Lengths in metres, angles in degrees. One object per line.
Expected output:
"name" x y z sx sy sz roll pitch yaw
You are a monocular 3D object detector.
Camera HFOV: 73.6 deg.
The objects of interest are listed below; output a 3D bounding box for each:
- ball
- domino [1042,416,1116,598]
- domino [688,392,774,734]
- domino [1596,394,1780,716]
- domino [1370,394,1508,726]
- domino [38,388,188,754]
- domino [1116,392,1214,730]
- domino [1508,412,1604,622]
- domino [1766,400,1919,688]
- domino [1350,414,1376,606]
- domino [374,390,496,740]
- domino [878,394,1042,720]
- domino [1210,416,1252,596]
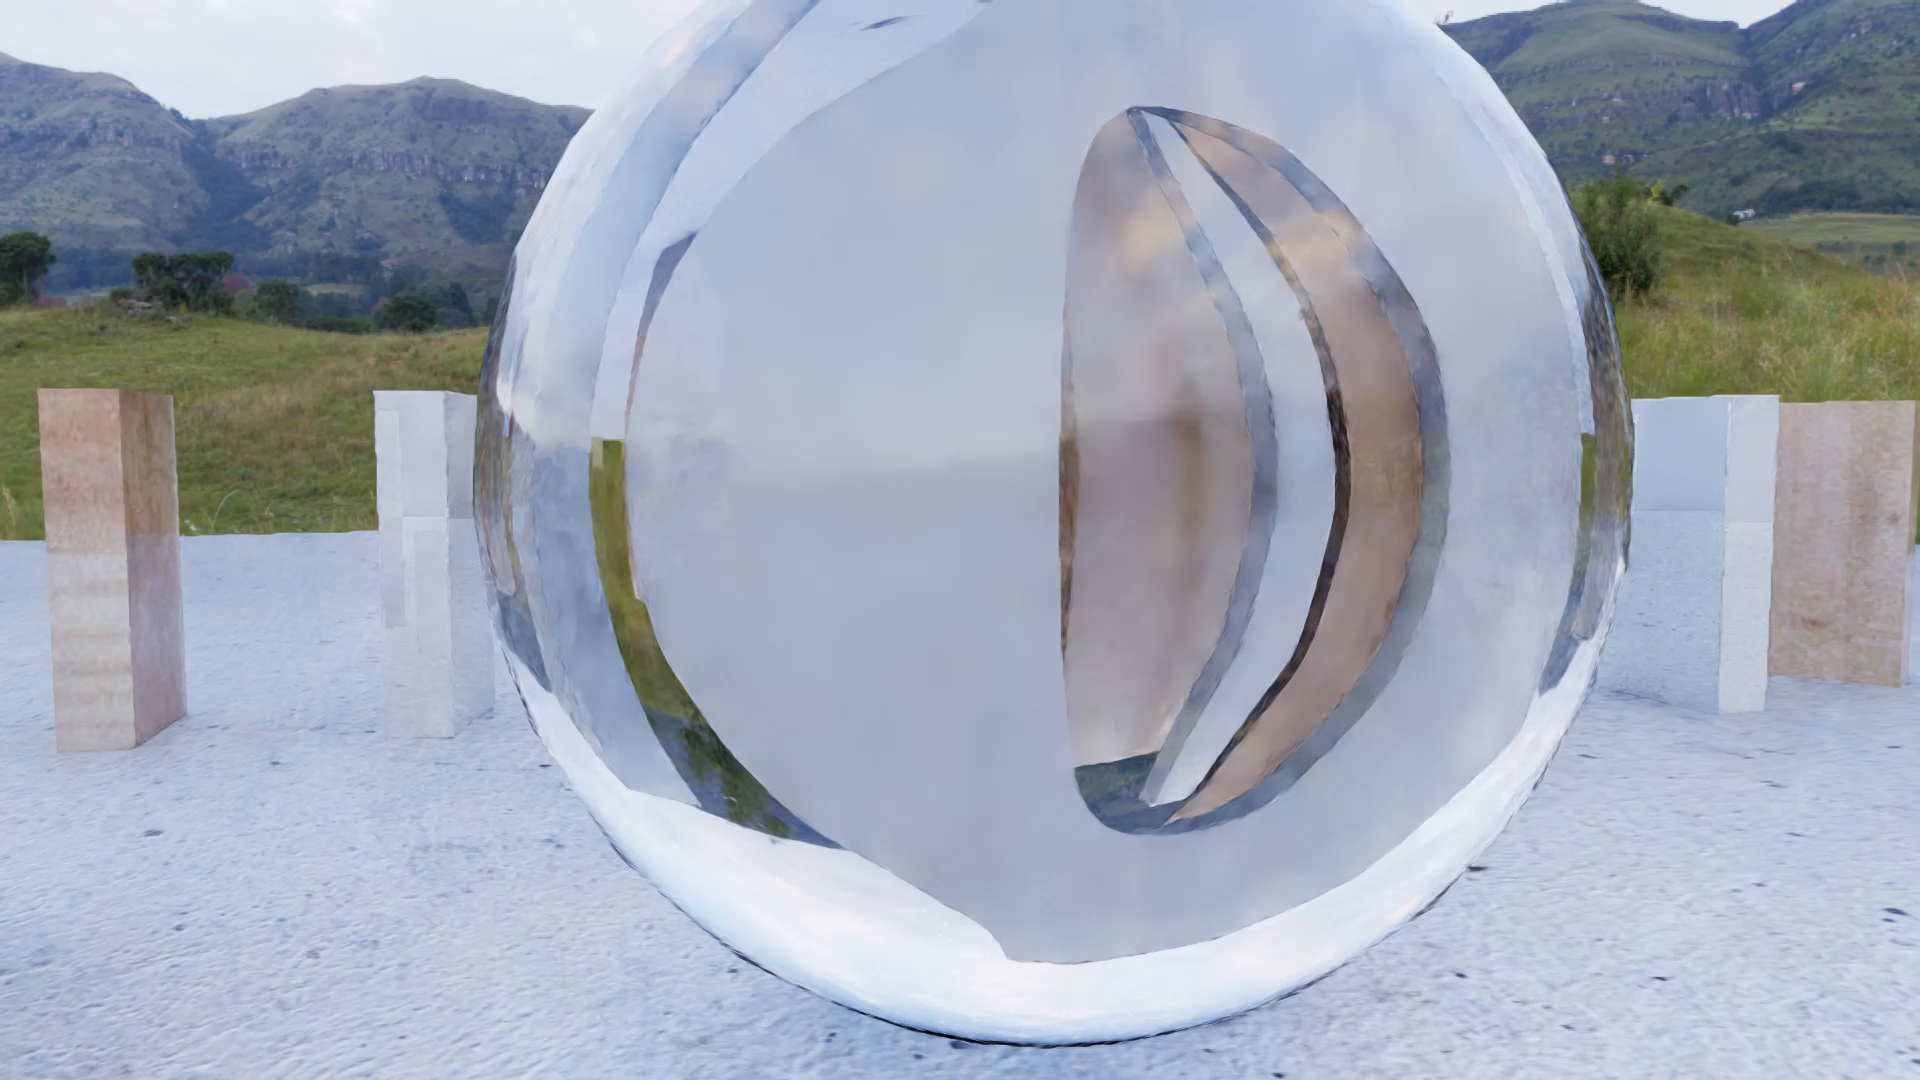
"ball" 0.006 -0.005 0.097 0.080 0.080 0.080 0 4 0
"domino" 0.034 -0.010 0.368 0.010 0.050 0.025 -2 5 -26
"domino" -0.035 0.003 0.200 0.009 0.050 0.025 0 4 -2
"domino" 0.120 0.002 0.213 0.010 0.050 0.025 -1 4 -17
"domino" 0.076 0.002 0.205 0.010 0.050 0.025 0 4 -6
"domino" -0.123 0.003 0.188 0.009 0.050 0.025 -1 4 -17
"domino" 0.032 0.002 0.202 0.009 0.050 0.025 0 4 -3
"domino" 0.146 -0.006 0.315 0.025 0.050 0.009 -3 5 -38
"domino" 0.158 0.000 0.234 0.025 0.050 0.009 4 6 43
"domino" 0.115 -0.008 0.346 0.009 0.050 0.025 3 5 38
"domino" -0.079 0.003 0.196 0.009 0.050 0.025 -1 4 -7
"domino" 0.000 0.002 0.201 0.025 0.050 0.009 0 4 0
"domino" 0.077 -0.010 0.368 0.010 0.050 0.025 2 5 20
